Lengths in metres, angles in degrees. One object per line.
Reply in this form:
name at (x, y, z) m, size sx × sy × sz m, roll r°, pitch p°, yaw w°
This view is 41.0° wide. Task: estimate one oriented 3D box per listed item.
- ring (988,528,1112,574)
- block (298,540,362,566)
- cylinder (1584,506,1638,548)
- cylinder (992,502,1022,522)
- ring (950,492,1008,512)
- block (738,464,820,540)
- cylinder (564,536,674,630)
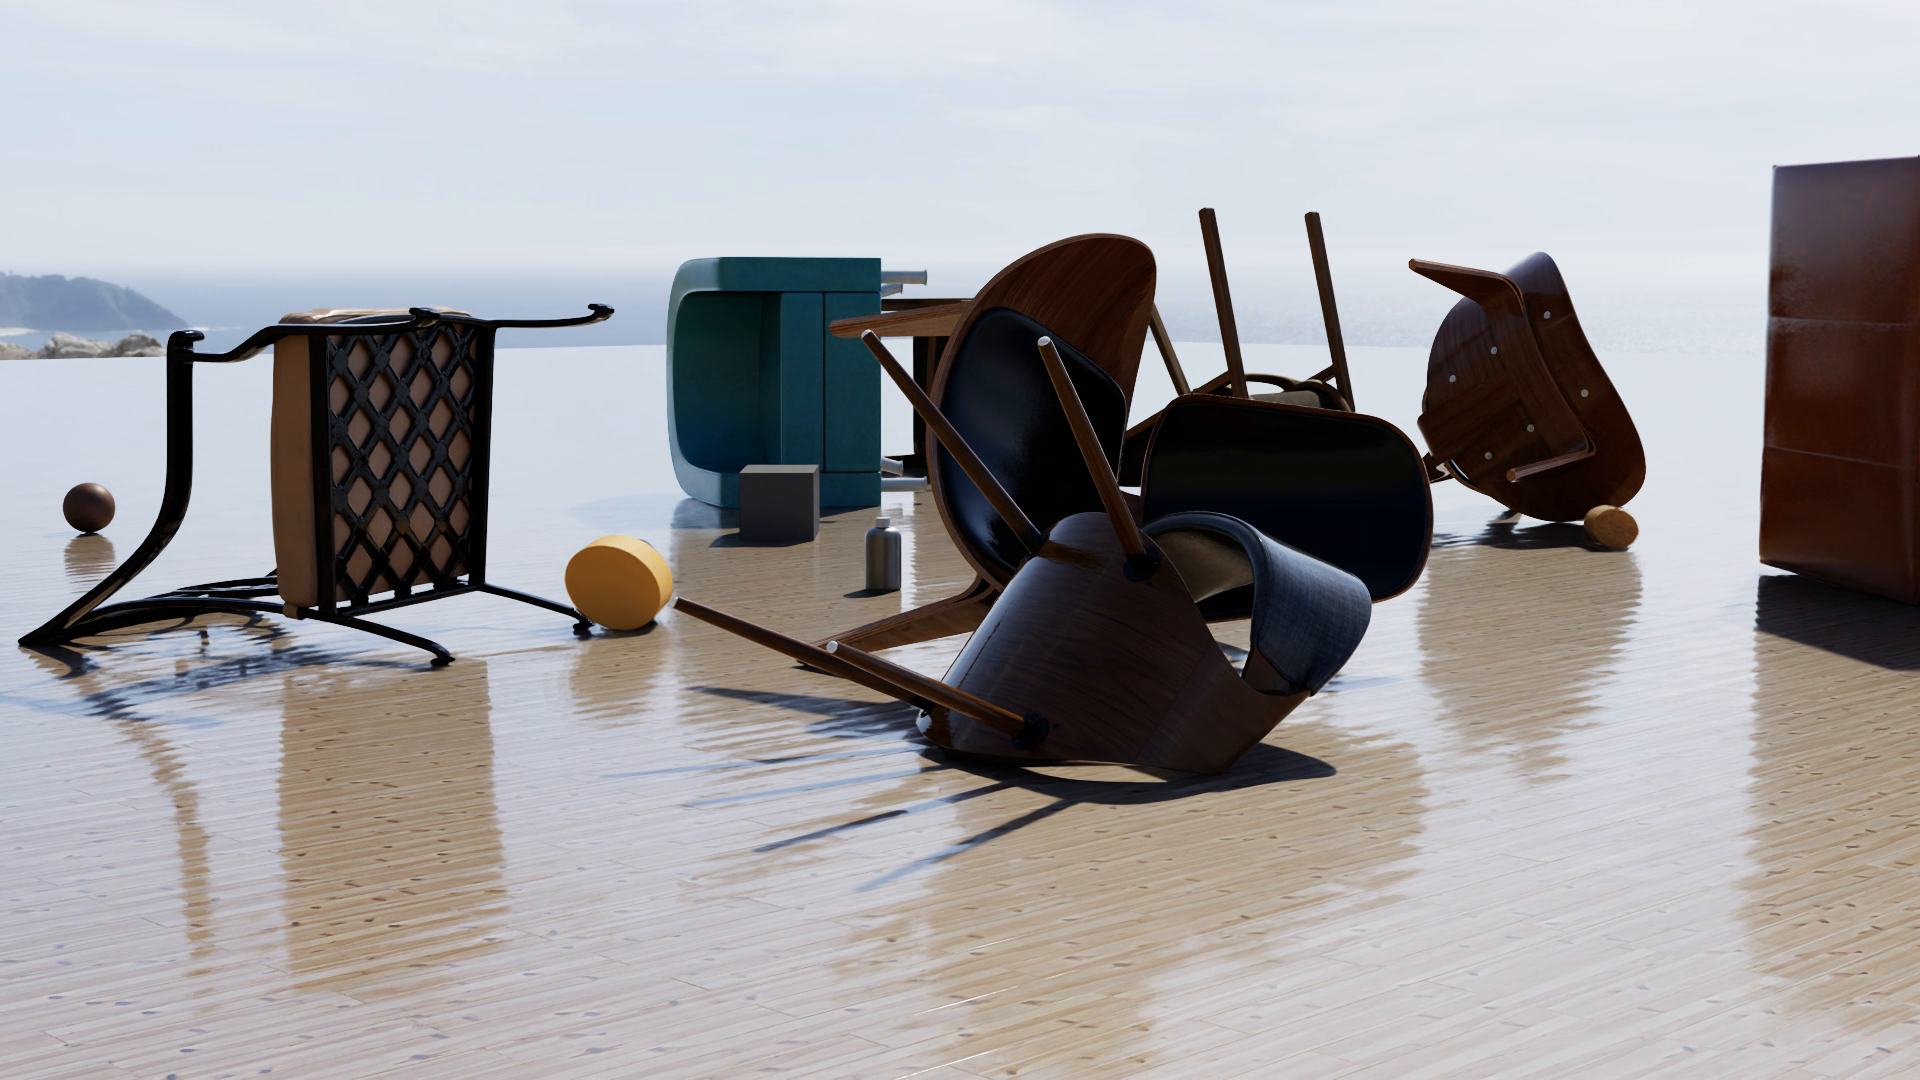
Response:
ring at (0.202, 0.024, 5.765) m, size 0.283 × 0.087 × 0.301 m, roll 1°, pitch 5°, yaw -1°
block at (-1.449, 0.029, 5.896) m, size 0.102 × 0.047 × 0.106 m, roll 2°, pitch 6°, yaw 18°
cylinder at (1.585, -0.032, 6.249) m, size 0.111 × 0.094 × 0.094 m, roll 20°, pitch 5°, yaw -2°
cylinder at (0.129, -0.075, 6.897) m, size 0.062 × 0.050 × 0.053 m, roll 11°, pitch 11°, yaw 30°
ring at (0.055, -0.107, 7.244) m, size 0.184 × 0.044 × 0.132 m, roll -6°, pitch 7°, yaw -38°
block at (-0.457, -0.096, 6.516) m, size 0.185 × 0.170 × 0.271 m, roll 0°, pitch 6°, yaw 0°
cylinder at (-0.645, 0.079, 4.868) m, size 0.189 × 0.147 × 0.195 m, roll 31°, pitch 5°, yaw -3°
